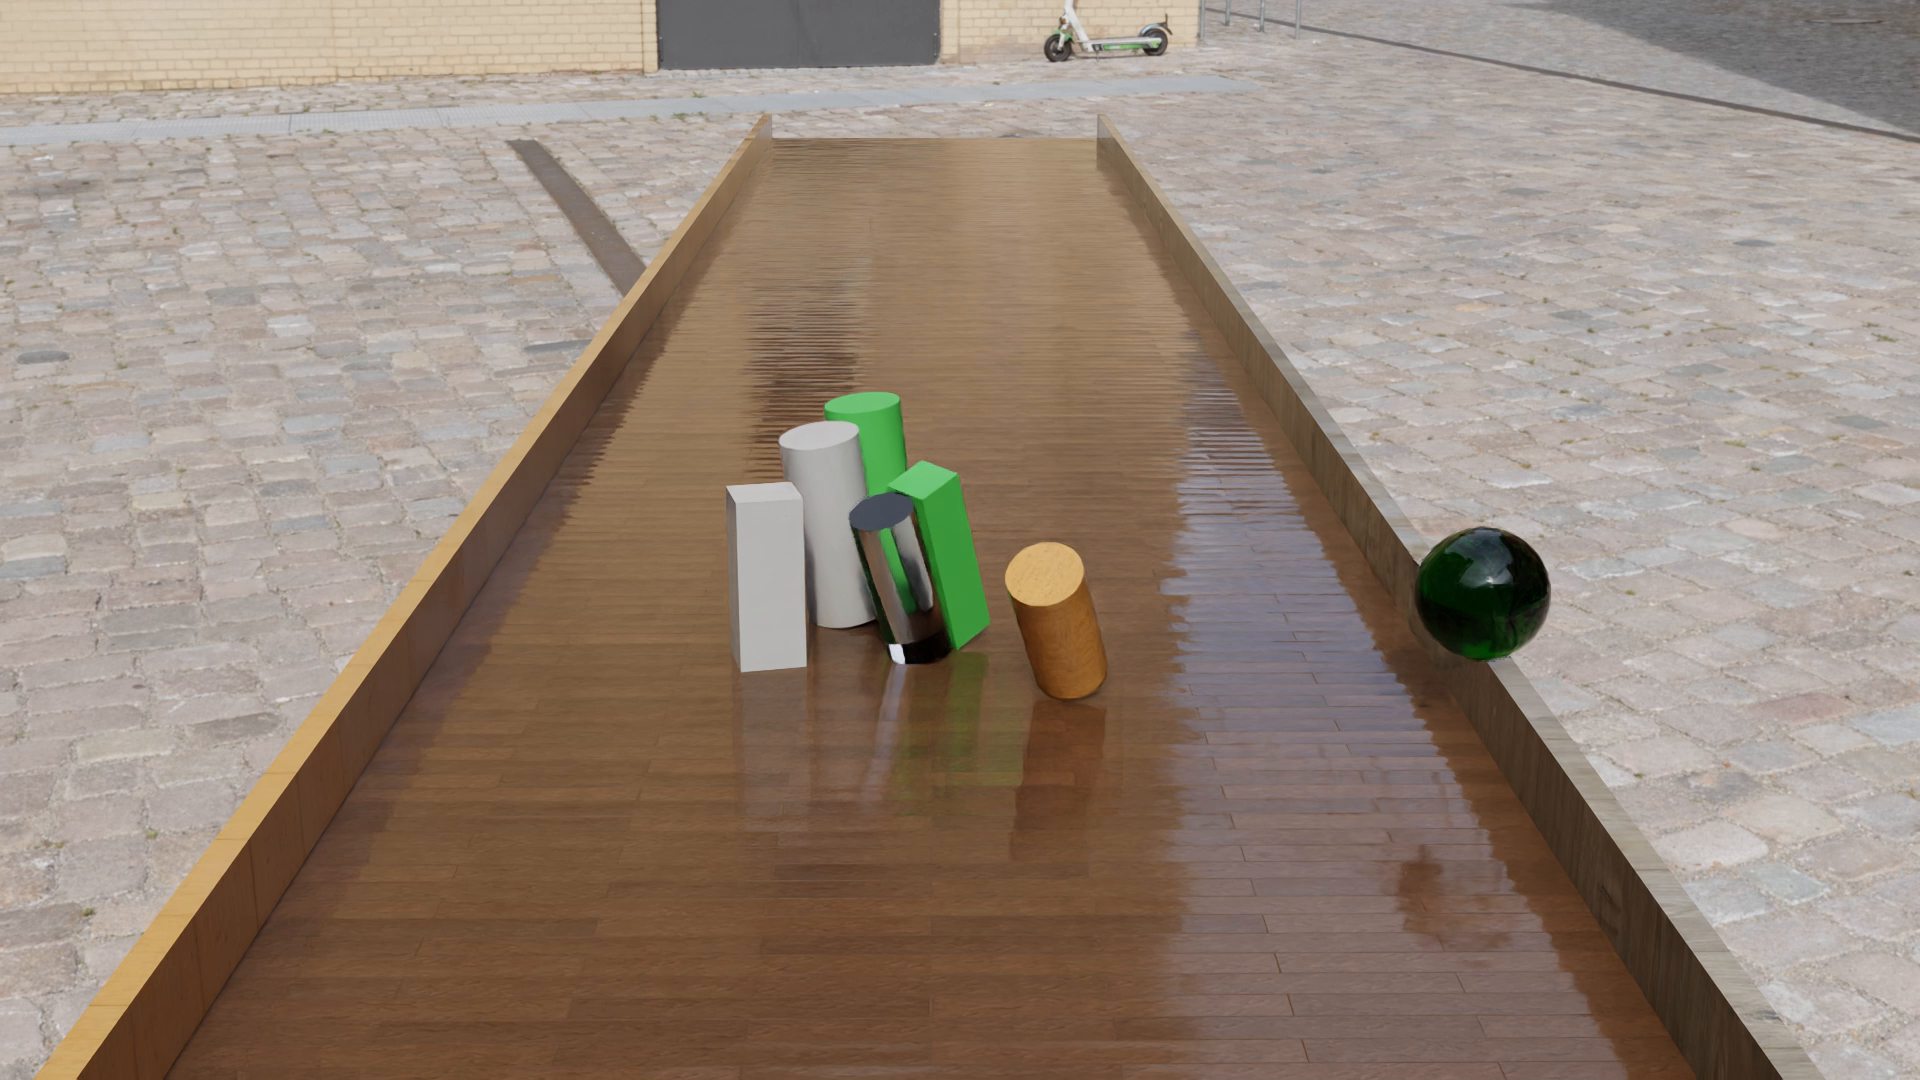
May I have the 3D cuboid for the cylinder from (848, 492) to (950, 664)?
[{"bbox_3d":[-0.118,0.078,4.351,0.131,0.325,0.131,-10,33,7],"label":"cylinder"}]

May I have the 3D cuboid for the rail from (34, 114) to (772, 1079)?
[{"bbox_3d":[-1.118,-0.838,7.780,0.050,0.150,12.000,0,17,-1],"label":"rail"}]

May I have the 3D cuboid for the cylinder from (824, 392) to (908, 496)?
[{"bbox_3d":[-0.187,-0.090,4.747,0.162,0.430,0.162,-5,19,2],"label":"cylinder"}]

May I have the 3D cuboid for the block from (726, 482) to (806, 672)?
[{"bbox_3d":[-0.385,0.072,4.375,0.132,0.347,0.132,-4,17,-14],"label":"block"}]

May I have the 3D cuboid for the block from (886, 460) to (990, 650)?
[{"bbox_3d":[-0.041,0.032,4.428,0.101,0.374,0.101,22,48,40],"label":"block"}]

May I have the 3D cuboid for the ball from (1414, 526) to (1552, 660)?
[{"bbox_3d":[0.920,0.094,3.873,0.236,0.236,0.236,0,17,0],"label":"ball"}]

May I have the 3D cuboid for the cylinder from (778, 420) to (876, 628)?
[{"bbox_3d":[-0.264,-0.033,4.595,0.166,0.401,0.166,-7,22,3],"label":"cylinder"}]

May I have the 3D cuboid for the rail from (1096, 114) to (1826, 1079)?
[{"bbox_3d":[0.932,-0.844,7.801,0.050,0.150,12.000,0,17,-1],"label":"rail"}]

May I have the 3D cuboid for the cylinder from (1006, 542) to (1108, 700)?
[{"bbox_3d":[0.184,0.155,4.113,0.144,0.314,0.144,-7,52,9],"label":"cylinder"}]
